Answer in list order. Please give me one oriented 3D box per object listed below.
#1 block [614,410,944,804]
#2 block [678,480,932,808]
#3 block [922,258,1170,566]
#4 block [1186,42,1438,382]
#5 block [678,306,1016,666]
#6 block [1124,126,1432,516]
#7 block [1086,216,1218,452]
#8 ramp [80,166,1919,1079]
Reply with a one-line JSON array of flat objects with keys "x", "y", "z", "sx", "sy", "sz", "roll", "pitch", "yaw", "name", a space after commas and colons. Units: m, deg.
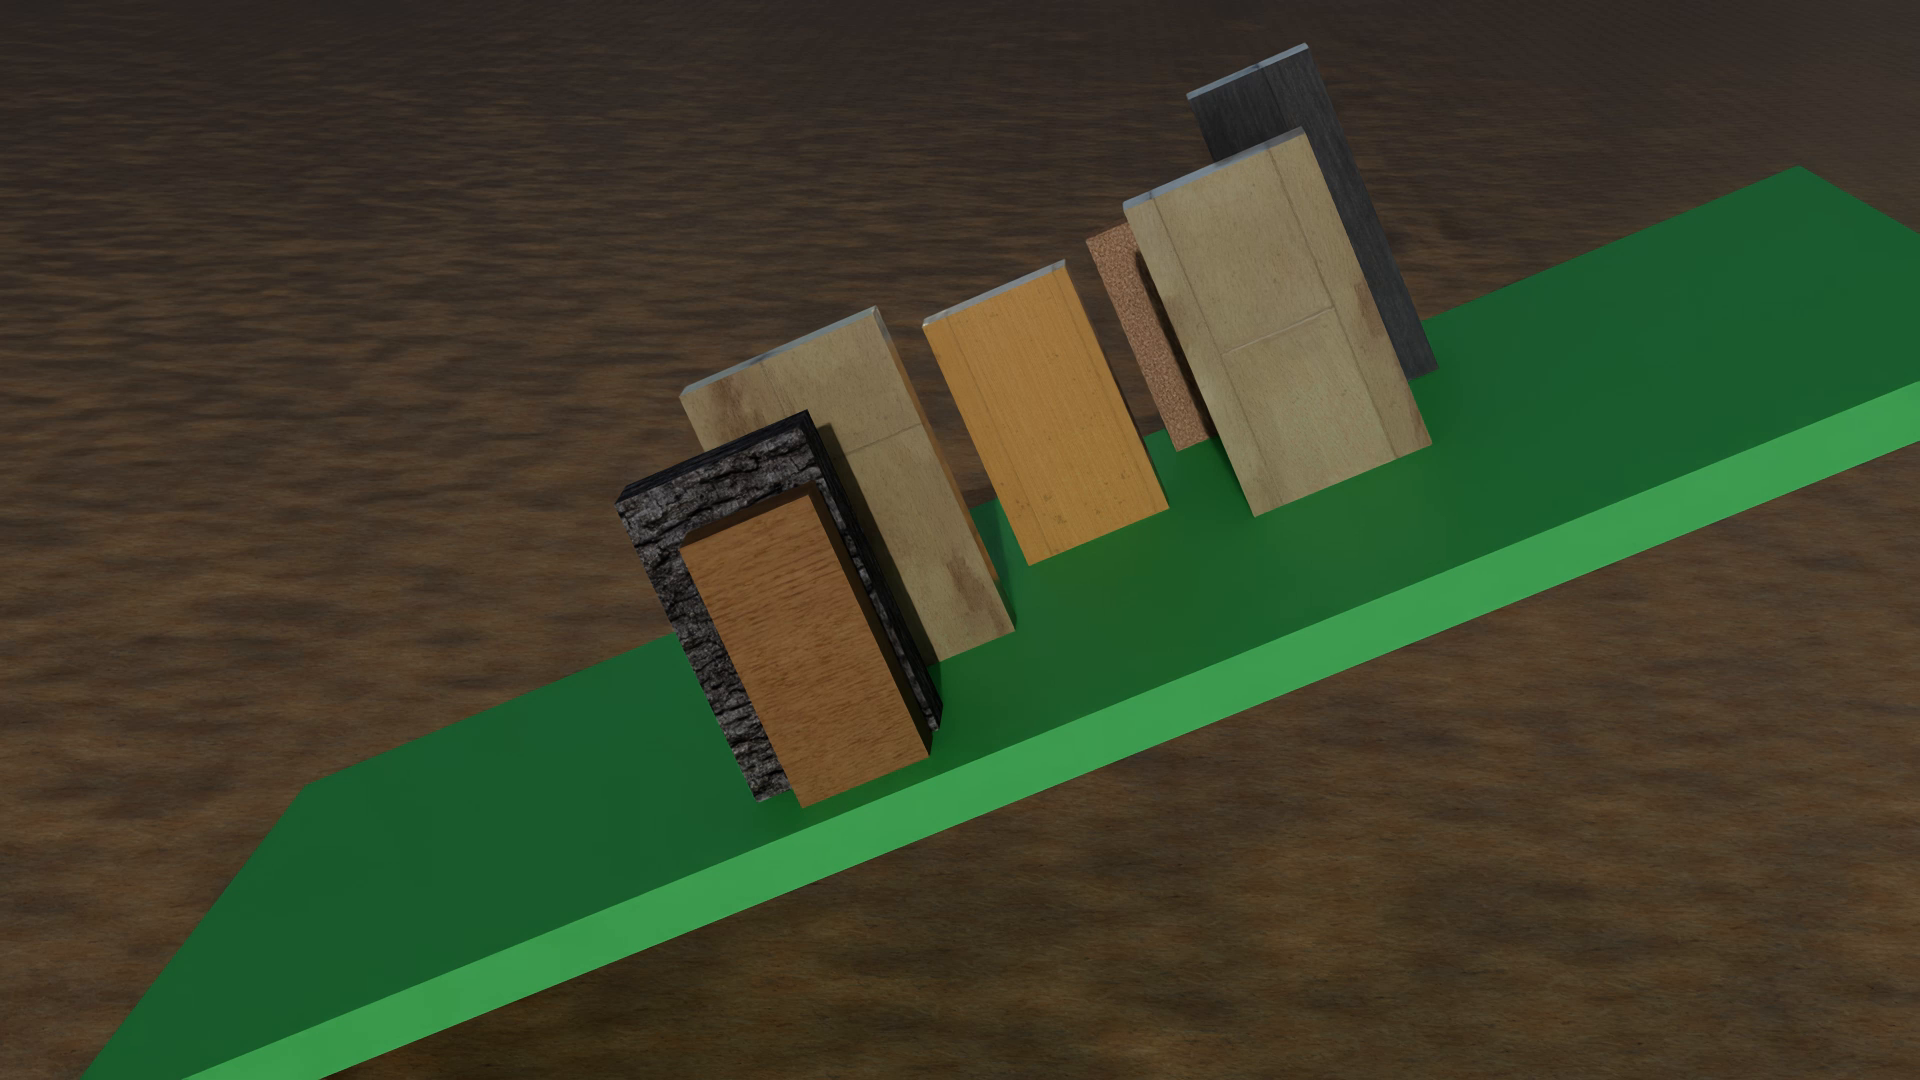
[{"x": -0.340, "y": 0.128, "z": 5.624, "sx": 0.384, "sy": 0.642, "sz": 0.150, "roll": -22, "pitch": 13, "yaw": 8, "name": "block"}, {"x": -0.283, "y": 0.194, "z": 5.469, "sx": 0.261, "sy": 0.545, "sz": 0.118, "roll": -22, "pitch": 13, "yaw": 8, "name": "block"}, {"x": 0.190, "y": -0.278, "z": 6.443, "sx": 0.335, "sy": 0.581, "sz": 0.105, "roll": -22, "pitch": 13, "yaw": 8, "name": "block"}, {"x": 0.789, "y": -0.690, "z": 6.576, "sx": 0.285, "sy": 0.775, "sz": 0.125, "roll": -22, "pitch": 13, "yaw": 8, "name": "block"}, {"x": -0.224, "y": -0.064, "z": 6.026, "sx": 0.429, "sy": 0.716, "sz": 0.102, "roll": -22, "pitch": 13, "yaw": 8, "name": "block"}, {"x": 0.650, "y": -0.444, "z": 6.020, "sx": 0.393, "sy": 0.691, "sz": 0.121, "roll": -22, "pitch": 13, "yaw": 8, "name": "block"}, {"x": 0.540, "y": -0.520, "z": 6.867, "sx": 0.306, "sy": 0.545, "sz": 0.100, "roll": -22, "pitch": 13, "yaw": 8, "name": "block"}, {"x": 0.131, "y": 0.171, "z": 6.285, "sx": 4.000, "sy": 0.100, "sz": 2.000, "roll": -22, "pitch": 13, "yaw": 8, "name": "ramp"}]
